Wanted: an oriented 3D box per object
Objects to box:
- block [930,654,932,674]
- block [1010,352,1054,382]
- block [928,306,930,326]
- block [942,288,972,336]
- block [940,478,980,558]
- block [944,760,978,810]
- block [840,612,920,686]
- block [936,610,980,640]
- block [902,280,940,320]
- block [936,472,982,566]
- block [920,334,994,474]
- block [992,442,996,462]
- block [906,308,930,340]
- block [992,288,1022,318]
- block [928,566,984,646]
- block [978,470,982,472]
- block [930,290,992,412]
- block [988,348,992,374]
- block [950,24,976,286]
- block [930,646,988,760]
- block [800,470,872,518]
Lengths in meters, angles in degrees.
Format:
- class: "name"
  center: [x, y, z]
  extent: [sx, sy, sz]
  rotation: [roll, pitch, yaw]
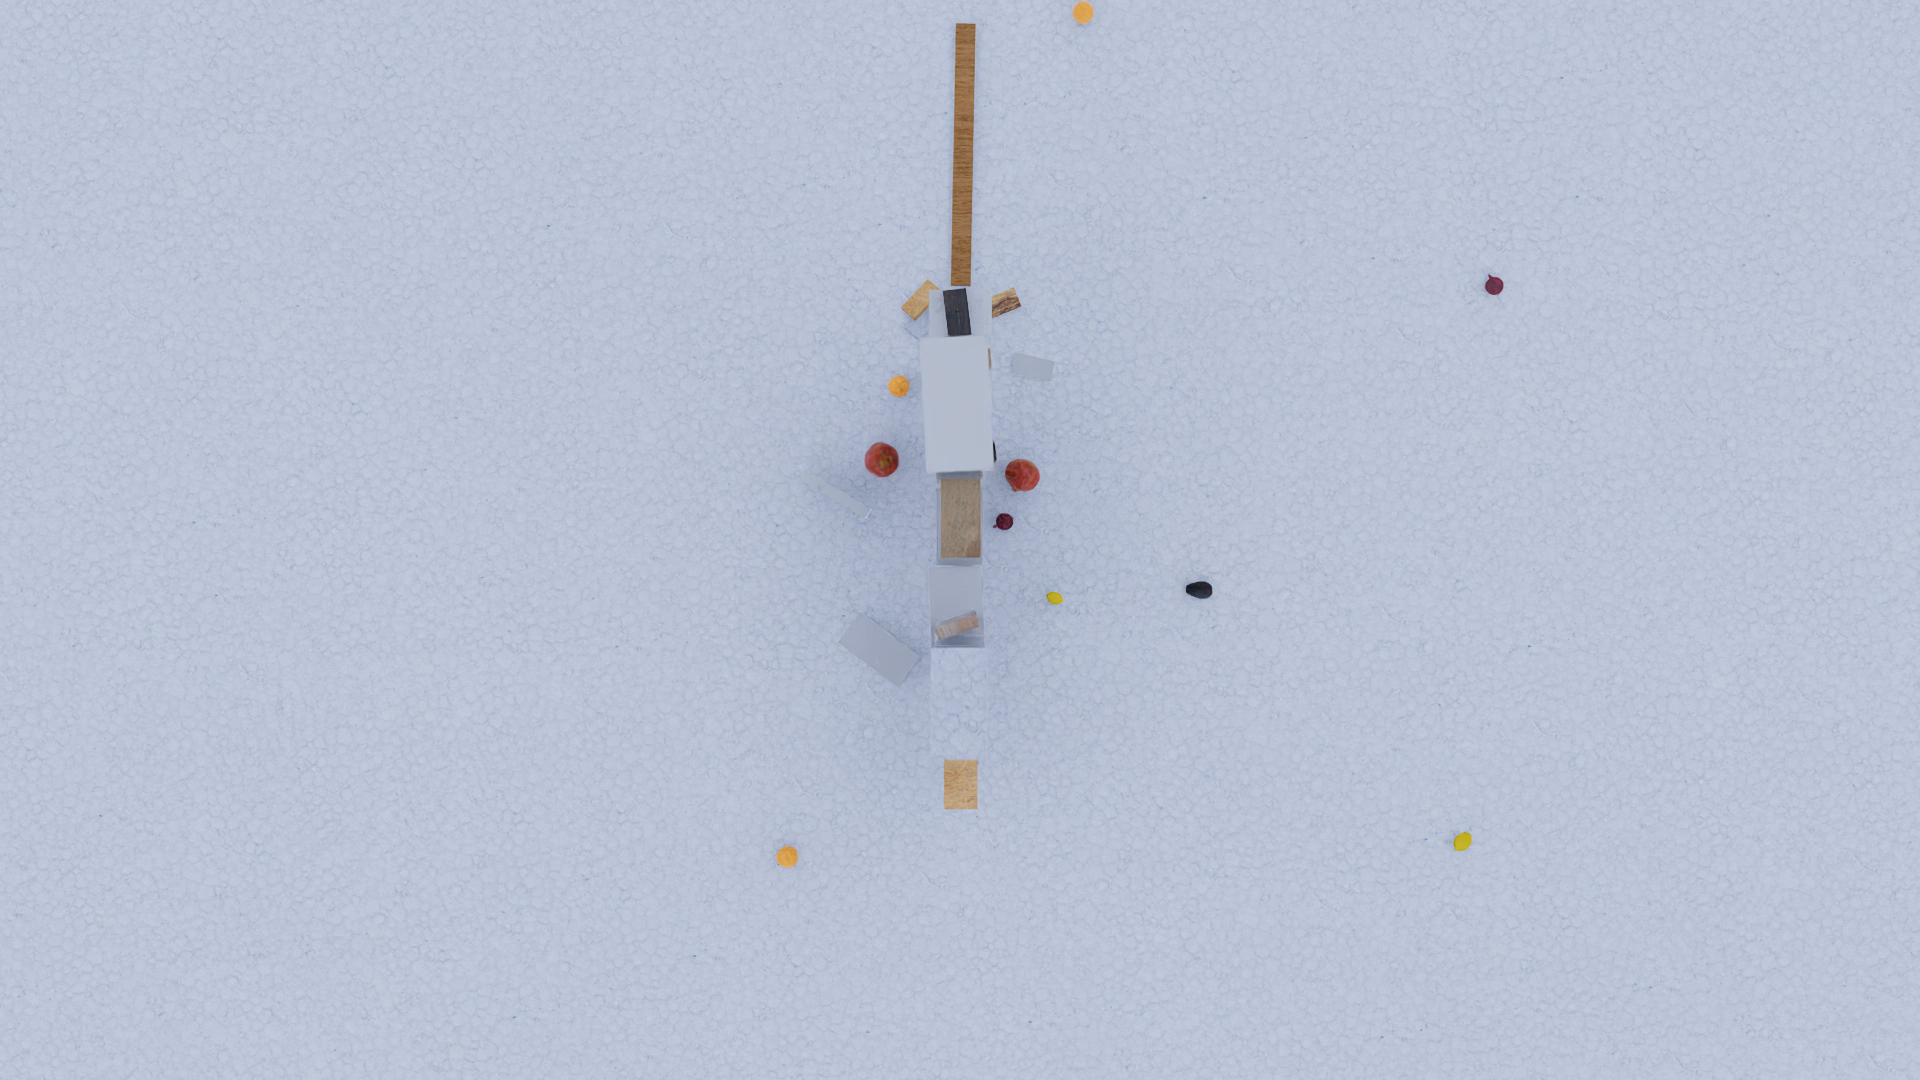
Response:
- class: "block"
  center: [-0.006, 0.352, 4.754]
  extent: [0.155, 0.310, 0.044]
  rotation: [-2, 90, 0]
- class: "block"
  center: [0.242, -0.575, 5.490]
  extent: [0.135, 0.019, 0.068]
  rotation: [13, 90, 0]
- class: "block"
  center: [-0.001, -0.658, 5.156]
  extent: [0.180, 0.688, 0.051]
  rotation: [0, 90, 0]
- class: "block"
  center: [-0.008, -0.654, 4.752]
  extent: [0.068, 0.019, 0.135]
  rotation: [-7, 90, 0]
- class: "block"
  center: [0.002, -0.063, 4.759]
  extent: [0.115, 0.033, 0.230]
  rotation: [0, 90, 0]
- class: "block"
  center: [0.002, 0.717, 5.029]
  extent: [0.102, 0.029, 0.203]
  rotation: [0, 90, 0]
- class: "block"
  center: [-0.269, 0.364, 5.483]
  extent: [0.245, 0.035, 0.122]
  rotation: [37, 90, 0]
- class: "block"
  center: [-0.008, 0.247, 4.787]
  extent: [0.122, 0.245, 0.035]
  rotation: [-19, 90, 0]
- class: "block"
  center: [-0.127, -0.797, 5.478]
  extent: [0.131, 0.018, 0.065]
  rotation: [-47, 66, 0]
- class: "block"
  center: [-0.001, -0.064, 5.025]
  extent: [0.141, 0.040, 0.282]
  rotation: [0, 90, 0]
- class: "block"
  center: [-0.008, -0.360, 4.380]
  extent: [0.178, 0.050, 0.356]
  rotation: [-3, 90, 0]
- class: "block"
  center: [0.007, -0.234, 4.708]
  extent: [0.178, 0.605, 0.050]
  rotation: [-7, 91, 0]
- class: "block"
  center: [-0.116, -0.733, 5.491]
  extent: [0.065, 0.018, 0.131]
  rotation: [40, 90, 0]
- class: "block"
  center: [0.129, -0.783, 5.490]
  extent: [0.135, 0.019, 0.068]
  rotation: [-22, 90, 0]
- class: "block"
  center: [-0.009, 0.237, 4.931]
  extent: [0.157, 0.044, 0.313]
  rotation: [-2, 90, 0]
- class: "block"
  center: [-0.002, -0.337, 5.193]
  extent: [0.144, 0.041, 0.287]
  rotation: [0, 90, 0]
- class: "block"
  center: [0.002, -0.542, 4.787]
  extent: [0.180, 0.051, 0.360]
  rotation: [0, 90, 0]
- class: "block"
  center: [-0.006, -0.484, 4.583]
  extent: [0.178, 0.356, 0.050]
  rotation: [-2, 90, 0]
- class: "block"
  center: [0.011, -1.282, 5.491]
  extent: [0.065, 0.018, 0.869]
  rotation: [1, 90, 0]
- class: "block"
  center: [-0.003, 0.453, 4.577]
  extent: [0.155, 0.044, 0.310]
  rotation: [0, 90, 0]
- class: "block"
  center: [-0.407, -0.149, 5.439]
  extent: [0.245, 0.122, 0.035]
  rotation: [31, 90, 0]
